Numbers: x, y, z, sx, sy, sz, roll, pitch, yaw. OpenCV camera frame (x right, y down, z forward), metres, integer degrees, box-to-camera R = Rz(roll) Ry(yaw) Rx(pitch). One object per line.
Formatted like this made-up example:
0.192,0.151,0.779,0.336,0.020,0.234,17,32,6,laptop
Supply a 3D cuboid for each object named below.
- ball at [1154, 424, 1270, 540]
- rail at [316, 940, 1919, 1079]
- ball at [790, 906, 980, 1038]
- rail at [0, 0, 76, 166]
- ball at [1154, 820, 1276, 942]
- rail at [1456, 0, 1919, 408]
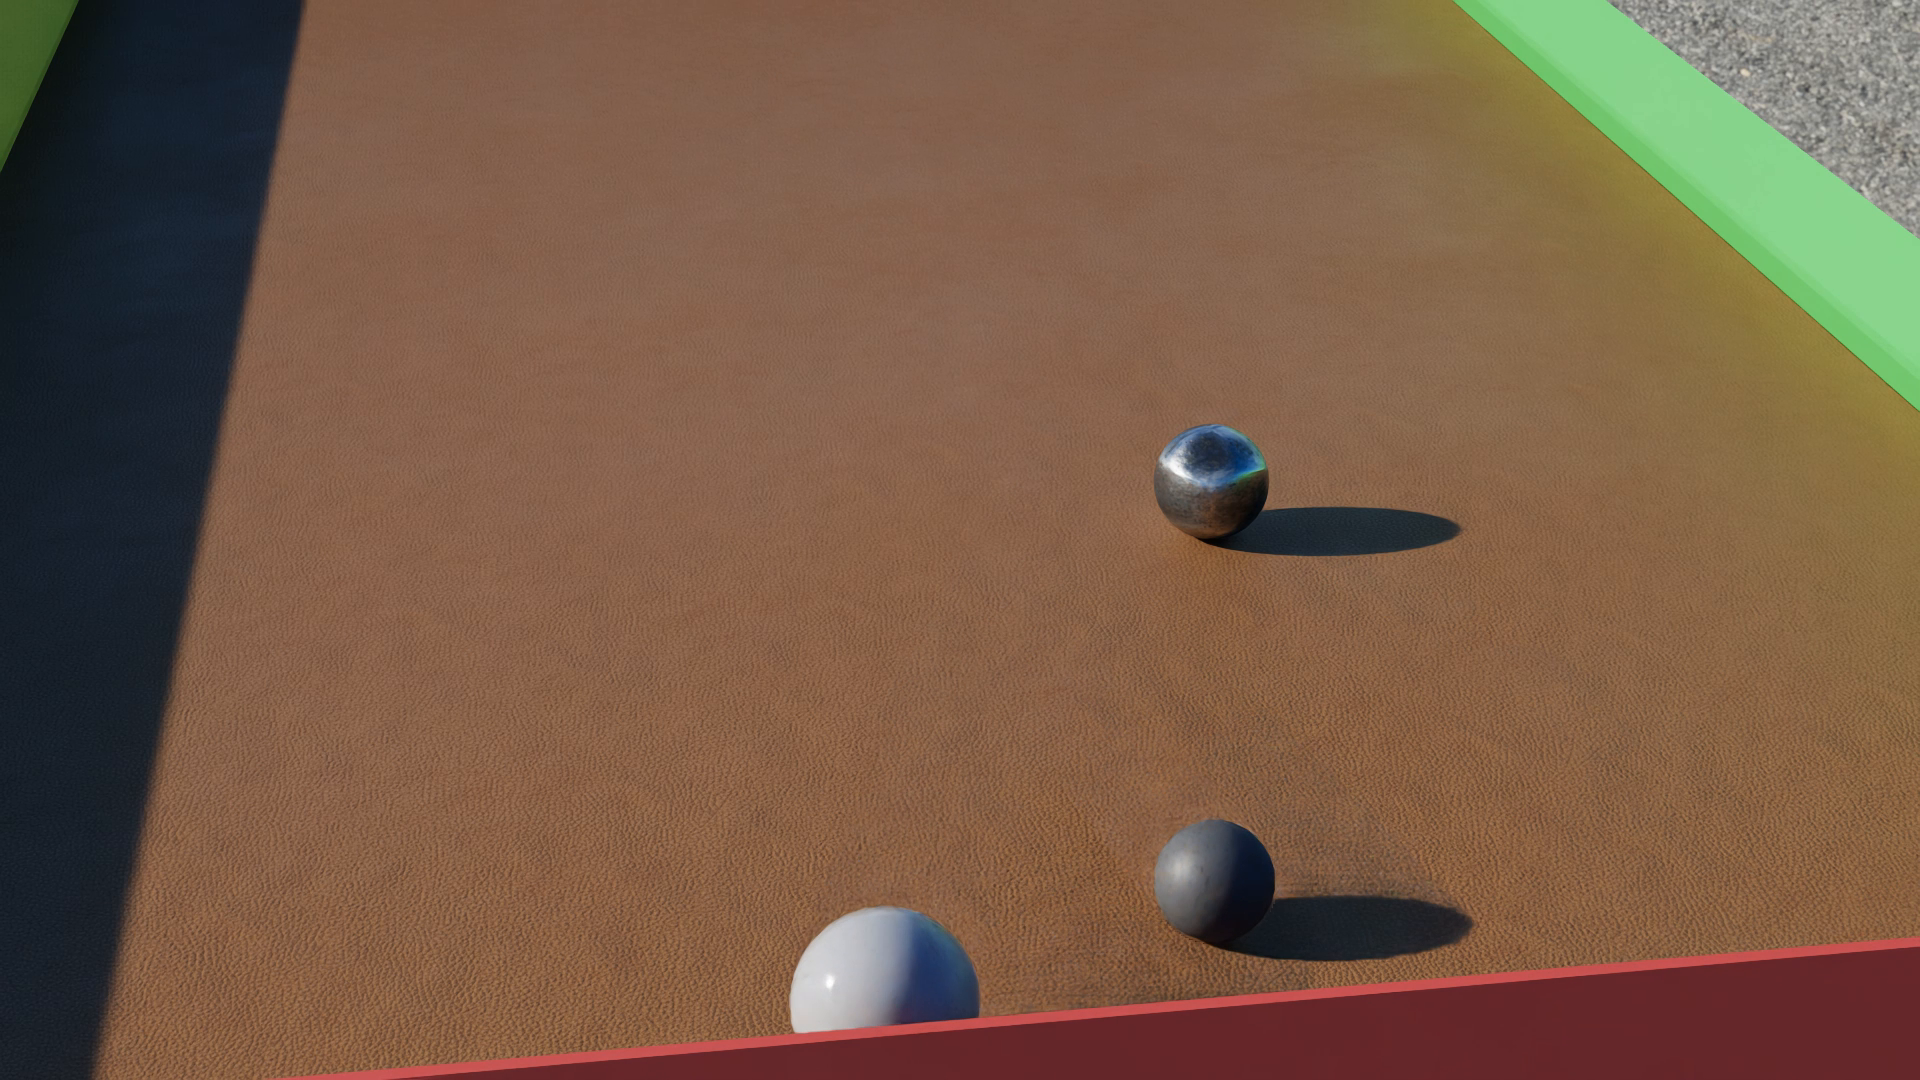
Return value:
0.175,-0.041,2.049,0.081,0.081,0.081,0,25,0,ball
0.096,0.256,1.375,1.560,0.124,0.045,-4,26,-8,rail
-0.037,0.230,1.465,0.095,0.095,0.095,0,25,0,ball
-0.847,-0.259,2.454,0.045,0.124,2.692,-4,26,-8,rail
0.138,0.185,1.595,0.066,0.066,0.066,0,25,0,ball
0.648,-0.355,2.656,0.045,0.124,2.692,-4,26,-8,rail
